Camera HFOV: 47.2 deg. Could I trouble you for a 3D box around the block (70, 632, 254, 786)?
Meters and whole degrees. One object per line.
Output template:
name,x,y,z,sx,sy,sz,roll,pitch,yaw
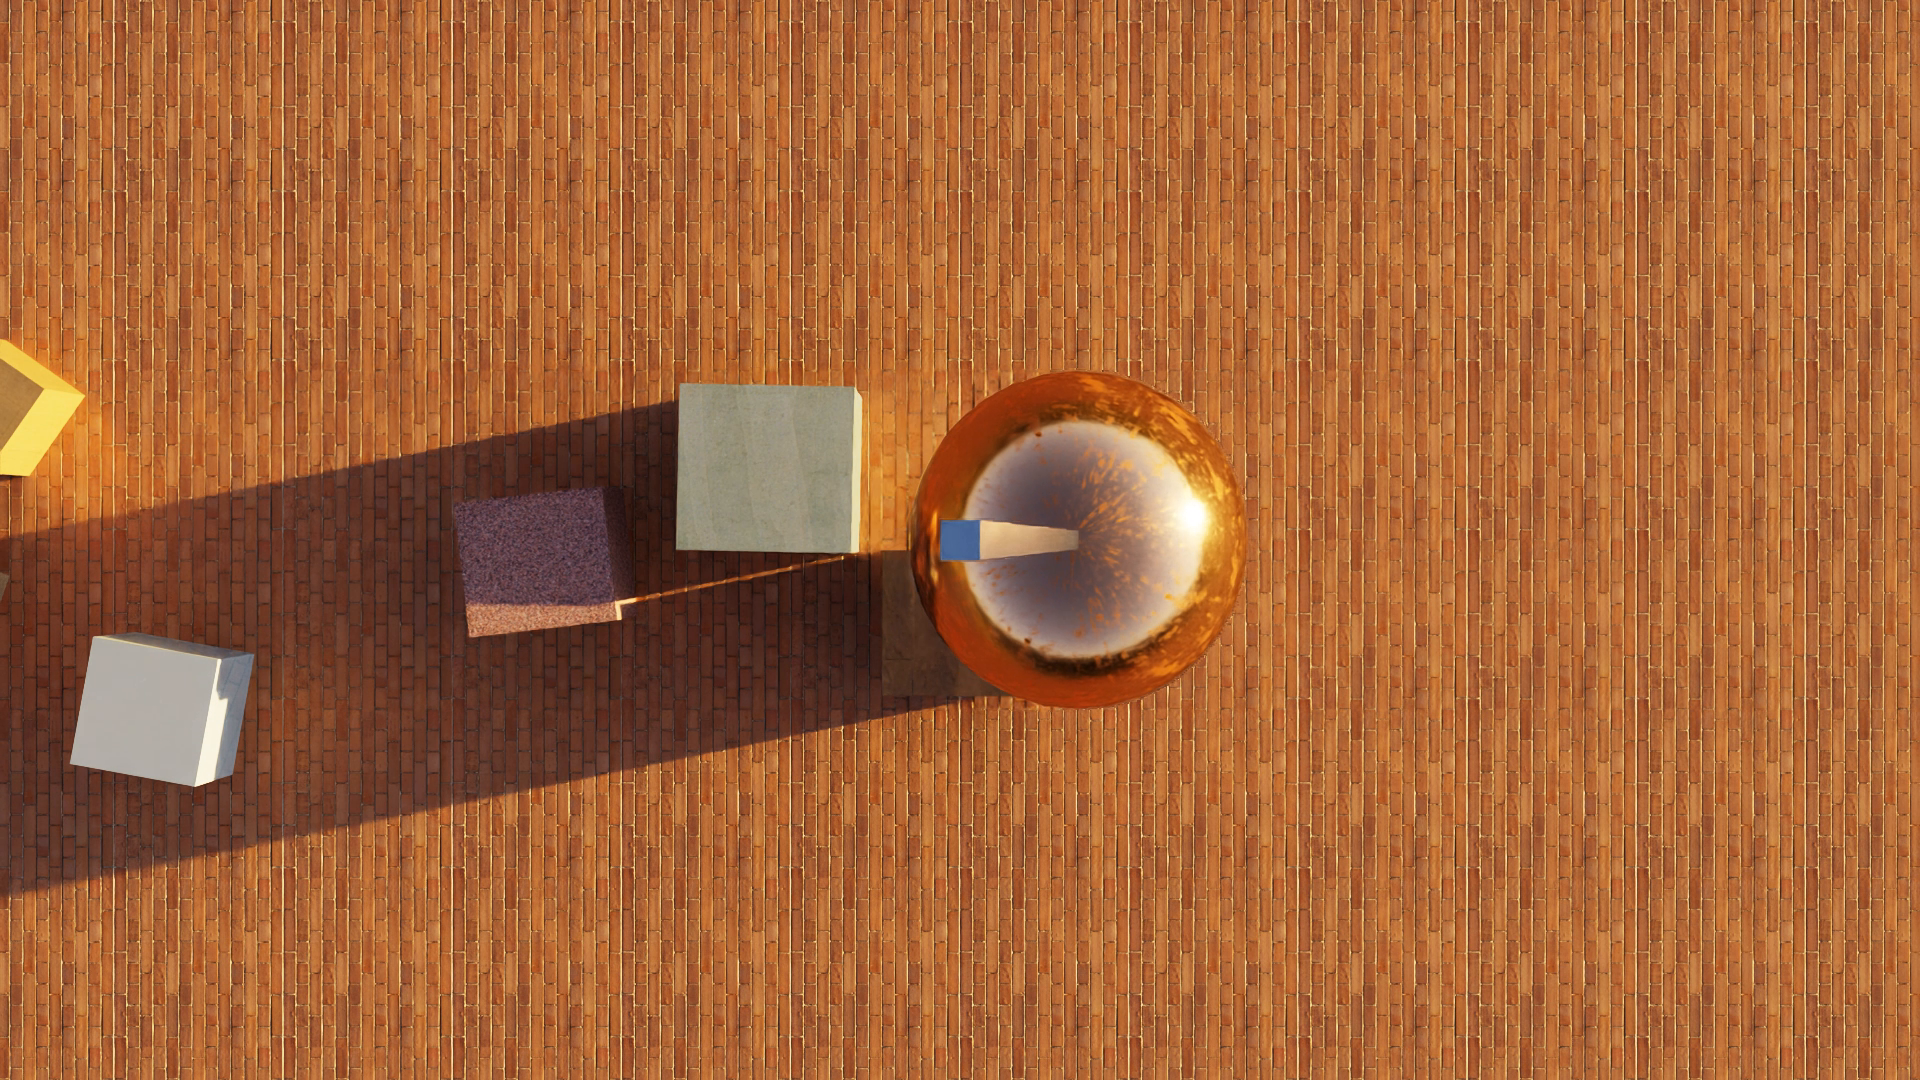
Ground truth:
block,-4.587,0.965,12.680,0.715,0.639,0.726,10,90,0

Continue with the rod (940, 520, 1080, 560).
rod,0.241,0.000,7.005,0.080,5.200,0.080,0,90,5

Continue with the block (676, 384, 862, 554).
block,-1.066,-0.393,12.521,0.958,0.957,0.912,1,90,0

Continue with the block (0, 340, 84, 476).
block,-5.571,-0.779,12.712,0.569,0.576,0.579,35,90,0

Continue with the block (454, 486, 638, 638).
block,-2.359,0.121,12.613,0.827,0.774,0.752,-7,90,0

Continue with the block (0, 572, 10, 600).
block,-5.960,0.381,12.712,0.533,0.575,0.552,19,90,0

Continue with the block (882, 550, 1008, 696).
block,0.015,0.461,12.589,0.891,0.823,0.804,0,90,0

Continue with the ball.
ball,0.556,0.000,10.390,1.600,1.600,1.600,0,90,0
